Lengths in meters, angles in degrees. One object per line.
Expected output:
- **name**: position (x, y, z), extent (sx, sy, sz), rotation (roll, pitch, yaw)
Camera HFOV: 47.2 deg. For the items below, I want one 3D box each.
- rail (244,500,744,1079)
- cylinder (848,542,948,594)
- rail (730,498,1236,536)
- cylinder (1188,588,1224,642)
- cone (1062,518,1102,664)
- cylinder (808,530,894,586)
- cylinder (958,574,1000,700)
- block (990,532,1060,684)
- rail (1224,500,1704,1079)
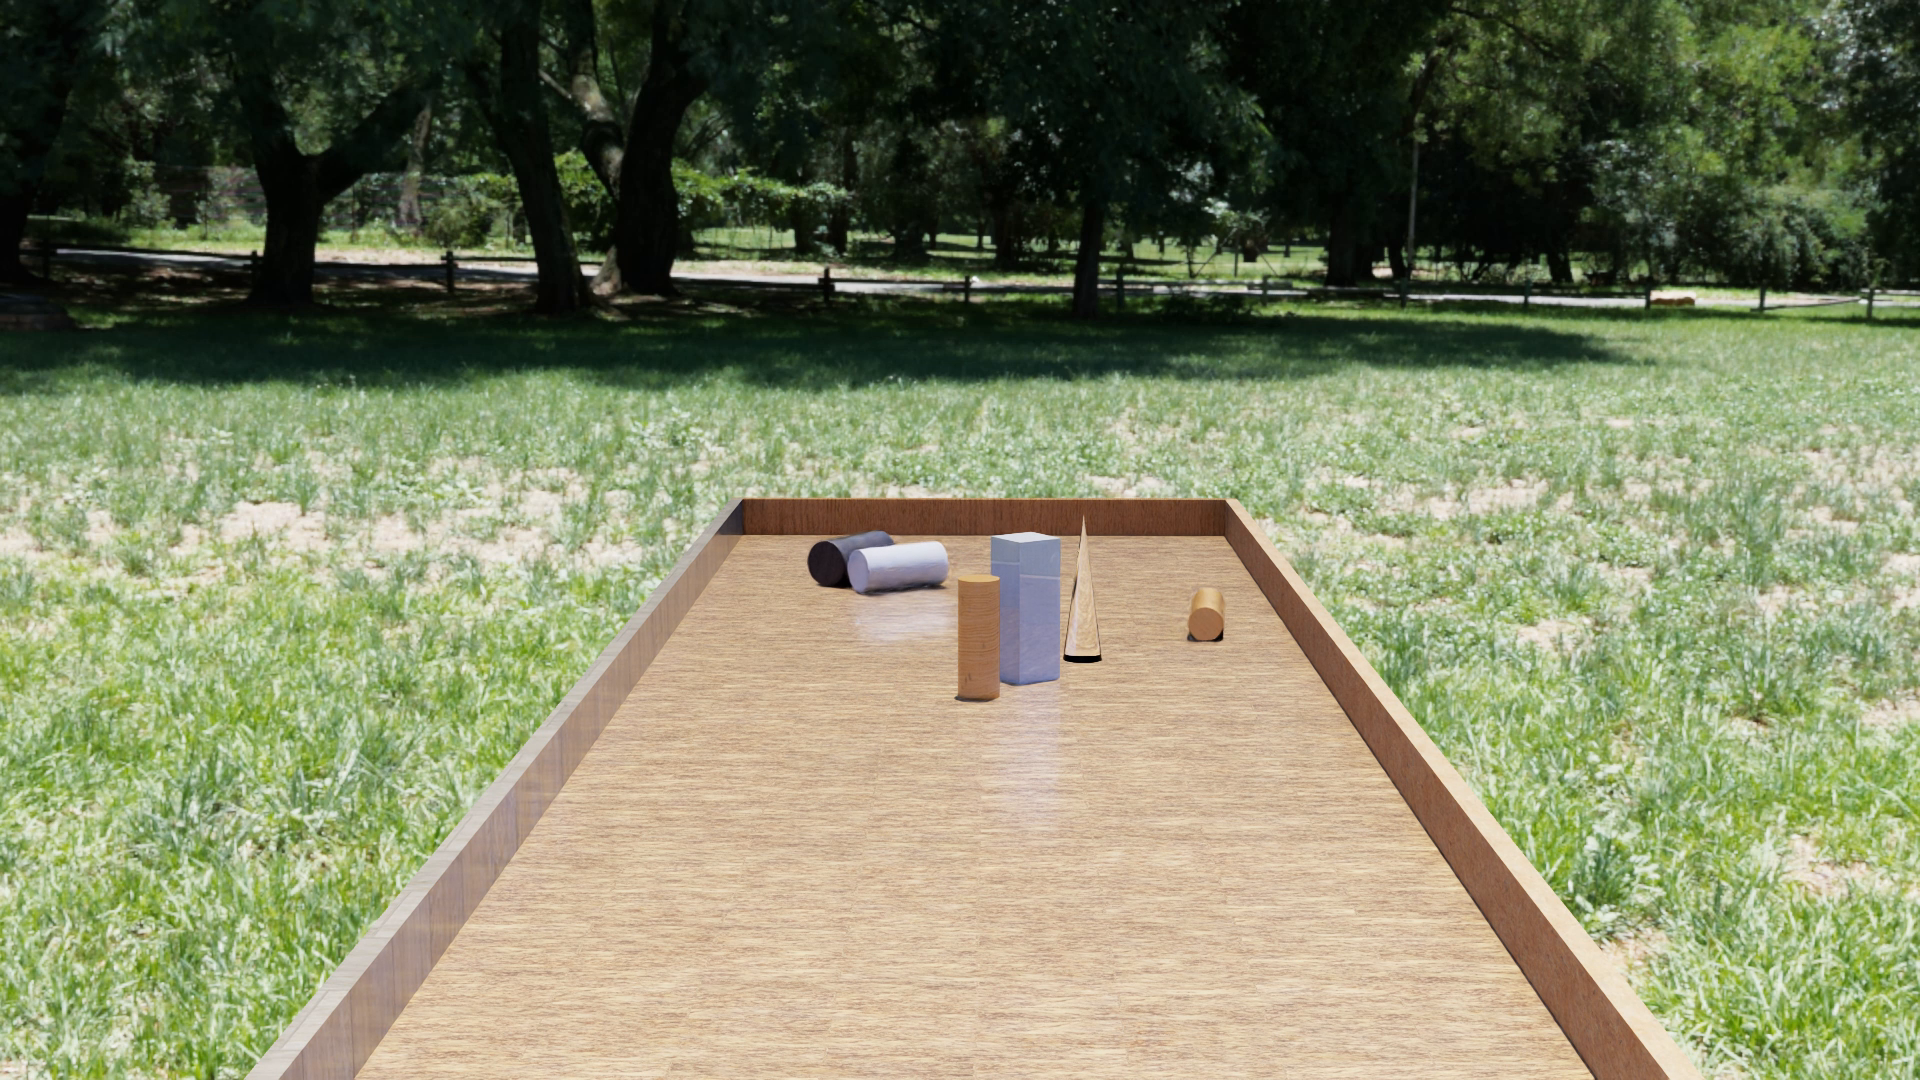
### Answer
- **rail**: position (-1.004, 0.839, 3.234), extent (0.050, 0.150, 12.000), rotation (0, 9, 1)
- **cylinder**: position (-0.221, 0.098, 7.894), extent (0.328, 0.156, 0.156), rotation (-5, 11, -31)
- **rail**: position (0.099, -0.098, 9.147), extent (2.100, 0.150, 0.050), rotation (0, 9, 1)
- **cylinder**: position (0.801, 0.240, 7.140), extent (0.111, 0.111, 0.349), rotation (1, 9, 7)
- **cone**: position (0.374, 0.143, 6.680), extent (0.120, 0.447, 0.120), rotation (0, 9, 0)
- **cylinder**: position (-0.394, 0.066, 8.071), extent (0.164, 0.164, 0.325), rotation (6, 11, 33)
- **cylinder**: position (0.053, 0.275, 6.197), extent (0.119, 0.338, 0.119), rotation (0, 9, 0)
- **block**: position (0.191, 0.197, 6.434), extent (0.146, 0.416, 0.146), rotation (-6, 11, -34)
- **rail**: position (1.046, 0.843, 3.208), extent (0.050, 0.150, 12.000), rotation (0, 9, 1)
